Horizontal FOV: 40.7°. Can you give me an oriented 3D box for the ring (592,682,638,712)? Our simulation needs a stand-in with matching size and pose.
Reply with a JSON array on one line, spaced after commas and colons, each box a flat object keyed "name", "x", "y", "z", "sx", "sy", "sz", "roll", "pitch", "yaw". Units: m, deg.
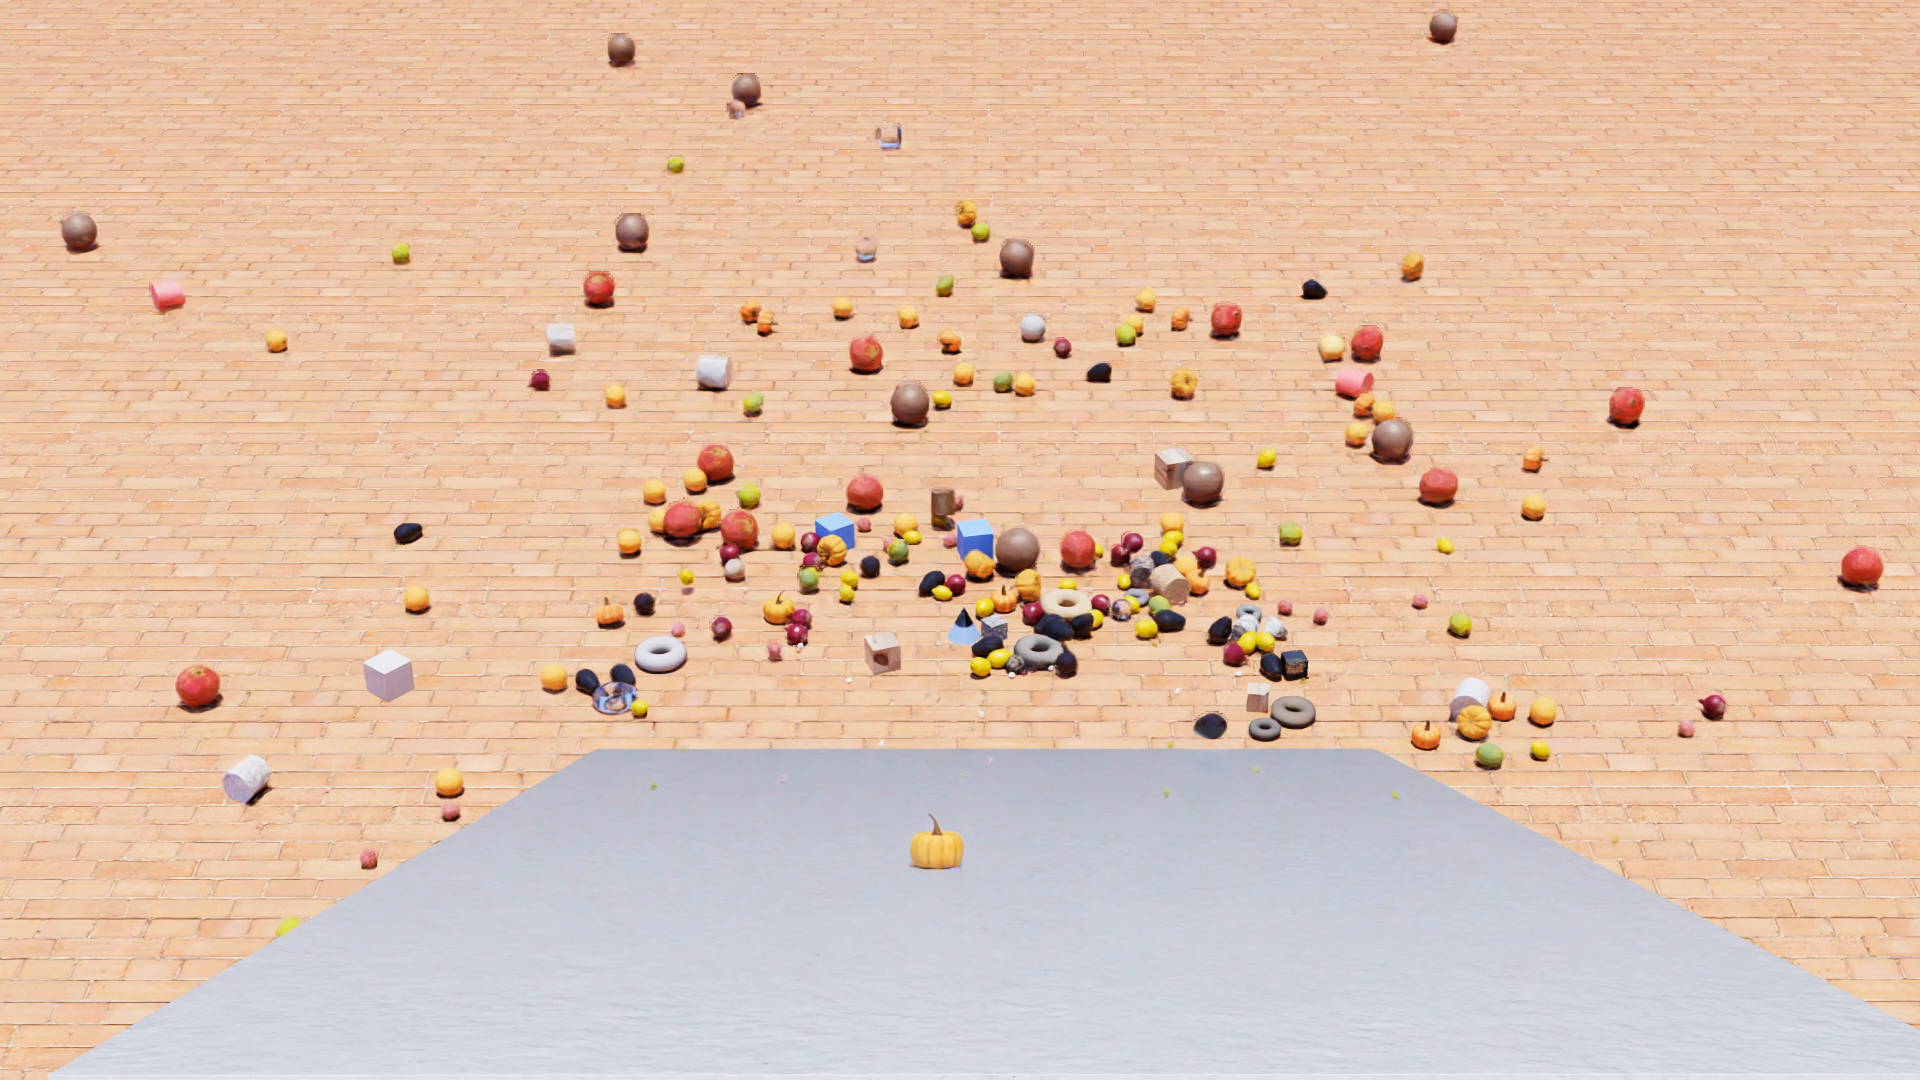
[{"name": "ring", "x": -0.932, "y": 0.424, "z": 6.978, "sx": 0.123, "sy": 0.041, "sz": 0.123, "roll": -1, "pitch": 30, "yaw": 1}]

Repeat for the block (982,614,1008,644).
[{"name": "block", "x": 0.097, "y": 0.250, "z": 7.270, "sx": 0.054, "sy": 0.054, "sz": 0.054, "roll": -18, "pitch": 34, "yaw": -29}]

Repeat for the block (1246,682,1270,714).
[{"name": "block", "x": 0.802, "y": 0.424, "z": 6.960, "sx": 0.057, "sy": 0.057, "sz": 0.057, "roll": 4, "pitch": 30, "yaw": 6}]

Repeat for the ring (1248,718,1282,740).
[{"name": "ring", "x": 0.808, "y": 0.501, "z": 6.854, "sx": 0.087, "sy": 0.029, "sz": 0.087, "roll": -1, "pitch": 29, "yaw": 1}]

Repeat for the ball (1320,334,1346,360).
[{"name": "ball", "x": 1.272, "y": -0.657, "z": 8.840, "sx": 0.087, "sy": 0.087, "sz": 0.087, "roll": 0, "pitch": 30, "yaw": 0}]

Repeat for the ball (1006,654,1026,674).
[{"name": "ball", "x": 0.153, "y": 0.340, "z": 7.113, "sx": 0.052, "sy": 0.052, "sz": 0.052, "roll": 0, "pitch": 30, "yaw": 0}]

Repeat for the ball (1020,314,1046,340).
[{"name": "ball", "x": 0.254, "y": -0.738, "z": 8.978, "sx": 0.090, "sy": 0.090, "sz": 0.090, "roll": 0, "pitch": 30, "yaw": 0}]

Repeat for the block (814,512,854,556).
[{"name": "block", "x": -0.373, "y": -0.018, "z": 7.714, "sx": 0.084, "sy": 0.084, "sz": 0.084, "roll": -20, "pitch": 35, "yaw": -31}]

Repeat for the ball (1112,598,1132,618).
[{"name": "ball", "x": 0.460, "y": 0.196, "z": 7.362, "sx": 0.058, "sy": 0.058, "sz": 0.058, "roll": 0, "pitch": 30, "yaw": 0}]

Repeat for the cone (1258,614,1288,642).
[{"name": "cone", "x": 0.867, "y": 0.263, "z": 7.268, "sx": 0.078, "sy": 0.078, "sz": 0.078, "roll": -40, "pitch": 42, "yaw": -11}]

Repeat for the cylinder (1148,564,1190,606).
[{"name": "cylinder", "x": 0.604, "y": 0.129, "z": 7.448, "sx": 0.089, "sy": 0.089, "sz": 0.089, "roll": -12, "pitch": 32, "yaw": -21}]

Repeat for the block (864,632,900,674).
[{"name": "block", "x": -0.213, "y": 0.312, "z": 7.136, "sx": 0.079, "sy": 0.079, "sz": 0.079, "roll": -10, "pitch": 31, "yaw": -18}]

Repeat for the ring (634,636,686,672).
[{"name": "ring", "x": -0.829, "y": 0.315, "z": 7.163, "sx": 0.146, "sy": 0.049, "sz": 0.146, "roll": -1, "pitch": 30, "yaw": 1}]

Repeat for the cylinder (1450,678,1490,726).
[{"name": "cylinder", "x": 1.363, "y": 0.431, "z": 6.912, "sx": 0.092, "sy": 0.092, "sz": 0.092, "roll": 11, "pitch": 31, "yaw": 18}]

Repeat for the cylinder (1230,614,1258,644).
[{"name": "cylinder", "x": 0.797, "y": 0.251, "z": 7.261, "sx": 0.062, "sy": 0.062, "sz": 0.062, "roll": 17, "pitch": 34, "yaw": 27}]

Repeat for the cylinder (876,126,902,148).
[{"name": "cylinder", "x": -0.291, "y": -1.650, "z": 10.591, "sx": 0.085, "sy": 0.085, "sz": 0.085, "roll": -8, "pitch": 30, "yaw": -18}]

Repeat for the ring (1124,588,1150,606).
[{"name": "ring", "x": 0.508, "y": 0.166, "z": 7.448, "sx": 0.078, "sy": 0.026, "sz": 0.078, "roll": 1, "pitch": 30, "yaw": -1}]

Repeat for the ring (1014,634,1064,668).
[{"name": "ring", "x": 0.217, "y": 0.309, "z": 7.175, "sx": 0.139, "sy": 0.046, "sz": 0.139, "roll": 1, "pitch": 30, "yaw": -1}]

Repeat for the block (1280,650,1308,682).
[{"name": "block", "x": 0.916, "y": 0.345, "z": 7.098, "sx": 0.060, "sy": 0.060, "sz": 0.060, "roll": -5, "pitch": 30, "yaw": -9}]

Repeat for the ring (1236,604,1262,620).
[{"name": "ring", "x": 0.824, "y": 0.210, "z": 7.372, "sx": 0.075, "sy": 0.025, "sz": 0.075, "roll": 0, "pitch": 31, "yaw": 0}]

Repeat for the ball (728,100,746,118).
[{"name": "ball", "x": -0.940, "y": -1.818, "z": 10.900, "sx": 0.075, "sy": 0.075, "sz": 0.075, "roll": 0, "pitch": 30, "yaw": 0}]

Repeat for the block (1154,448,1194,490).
[{"name": "block", "x": 0.667, "y": -0.222, "z": 8.065, "sx": 0.091, "sy": 0.091, "sz": 0.091, "roll": -10, "pitch": 31, "yaw": -17}]

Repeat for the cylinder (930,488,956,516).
[{"name": "cylinder", "x": -0.051, "y": -0.113, "z": 7.806, "sx": 0.073, "sy": 0.073, "sz": 0.073, "roll": -2, "pitch": 11, "yaw": 0}]

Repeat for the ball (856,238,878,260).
[{"name": "ball", "x": -0.347, "y": -1.079, "z": 9.590, "sx": 0.081, "sy": 0.081, "sz": 0.081, "roll": 0, "pitch": 30, "yaw": 0}]

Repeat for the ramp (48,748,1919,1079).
[{"name": "ramp", "x": 0.066, "y": 0.591, "z": 4.644, "sx": 2.000, "sy": 0.100, "sz": 4.000, "roll": 0, "pitch": 0, "yaw": 0}]

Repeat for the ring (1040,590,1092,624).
[{"name": "ring", "x": 0.303, "y": 0.190, "z": 7.381, "sx": 0.149, "sy": 0.050, "sz": 0.149, "roll": 1, "pitch": 30, "yaw": -1}]

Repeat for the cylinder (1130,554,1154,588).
[{"name": "cylinder", "x": 0.531, "y": 0.093, "z": 7.530, "sx": 0.073, "sy": 0.073, "sz": 0.073, "roll": 1, "pitch": 30, "yaw": 2}]

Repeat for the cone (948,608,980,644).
[{"name": "cone", "x": 0.011, "y": 0.228, "z": 7.267, "sx": 0.096, "sy": 0.096, "sz": 0.096, "roll": 0, "pitch": 30, "yaw": 0}]

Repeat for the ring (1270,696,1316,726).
[{"name": "ring", "x": 0.892, "y": 0.458, "z": 6.918, "sx": 0.121, "sy": 0.040, "sz": 0.121, "roll": 1, "pitch": 30, "yaw": -1}]

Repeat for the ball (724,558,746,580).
[{"name": "ball", "x": -0.657, "y": 0.086, "z": 7.552, "sx": 0.062, "sy": 0.062, "sz": 0.062, "roll": 0, "pitch": 30, "yaw": 0}]

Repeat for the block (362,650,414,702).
[{"name": "block", "x": -1.550, "y": 0.369, "z": 7.023, "sx": 0.092, "sy": 0.092, "sz": 0.092, "roll": 23, "pitch": 37, "yaw": 34}]

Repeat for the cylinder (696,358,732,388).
[{"name": "cylinder", "x": -0.823, "y": -0.560, "z": 8.654, "sx": 0.097, "sy": 0.097, "sz": 0.097, "roll": 5, "pitch": 30, "yaw": 9}]

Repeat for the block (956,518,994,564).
[{"name": "block", "x": 0.045, "y": 0.004, "z": 7.668, "sx": 0.091, "sy": 0.091, "sz": 0.091, "roll": -7, "pitch": 30, "yaw": -11}]

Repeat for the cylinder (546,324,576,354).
[{"name": "cylinder", "x": -1.372, "y": -0.691, "z": 8.894, "sx": 0.090, "sy": 0.090, "sz": 0.090, "roll": -6, "pitch": 30, "yaw": -12}]
